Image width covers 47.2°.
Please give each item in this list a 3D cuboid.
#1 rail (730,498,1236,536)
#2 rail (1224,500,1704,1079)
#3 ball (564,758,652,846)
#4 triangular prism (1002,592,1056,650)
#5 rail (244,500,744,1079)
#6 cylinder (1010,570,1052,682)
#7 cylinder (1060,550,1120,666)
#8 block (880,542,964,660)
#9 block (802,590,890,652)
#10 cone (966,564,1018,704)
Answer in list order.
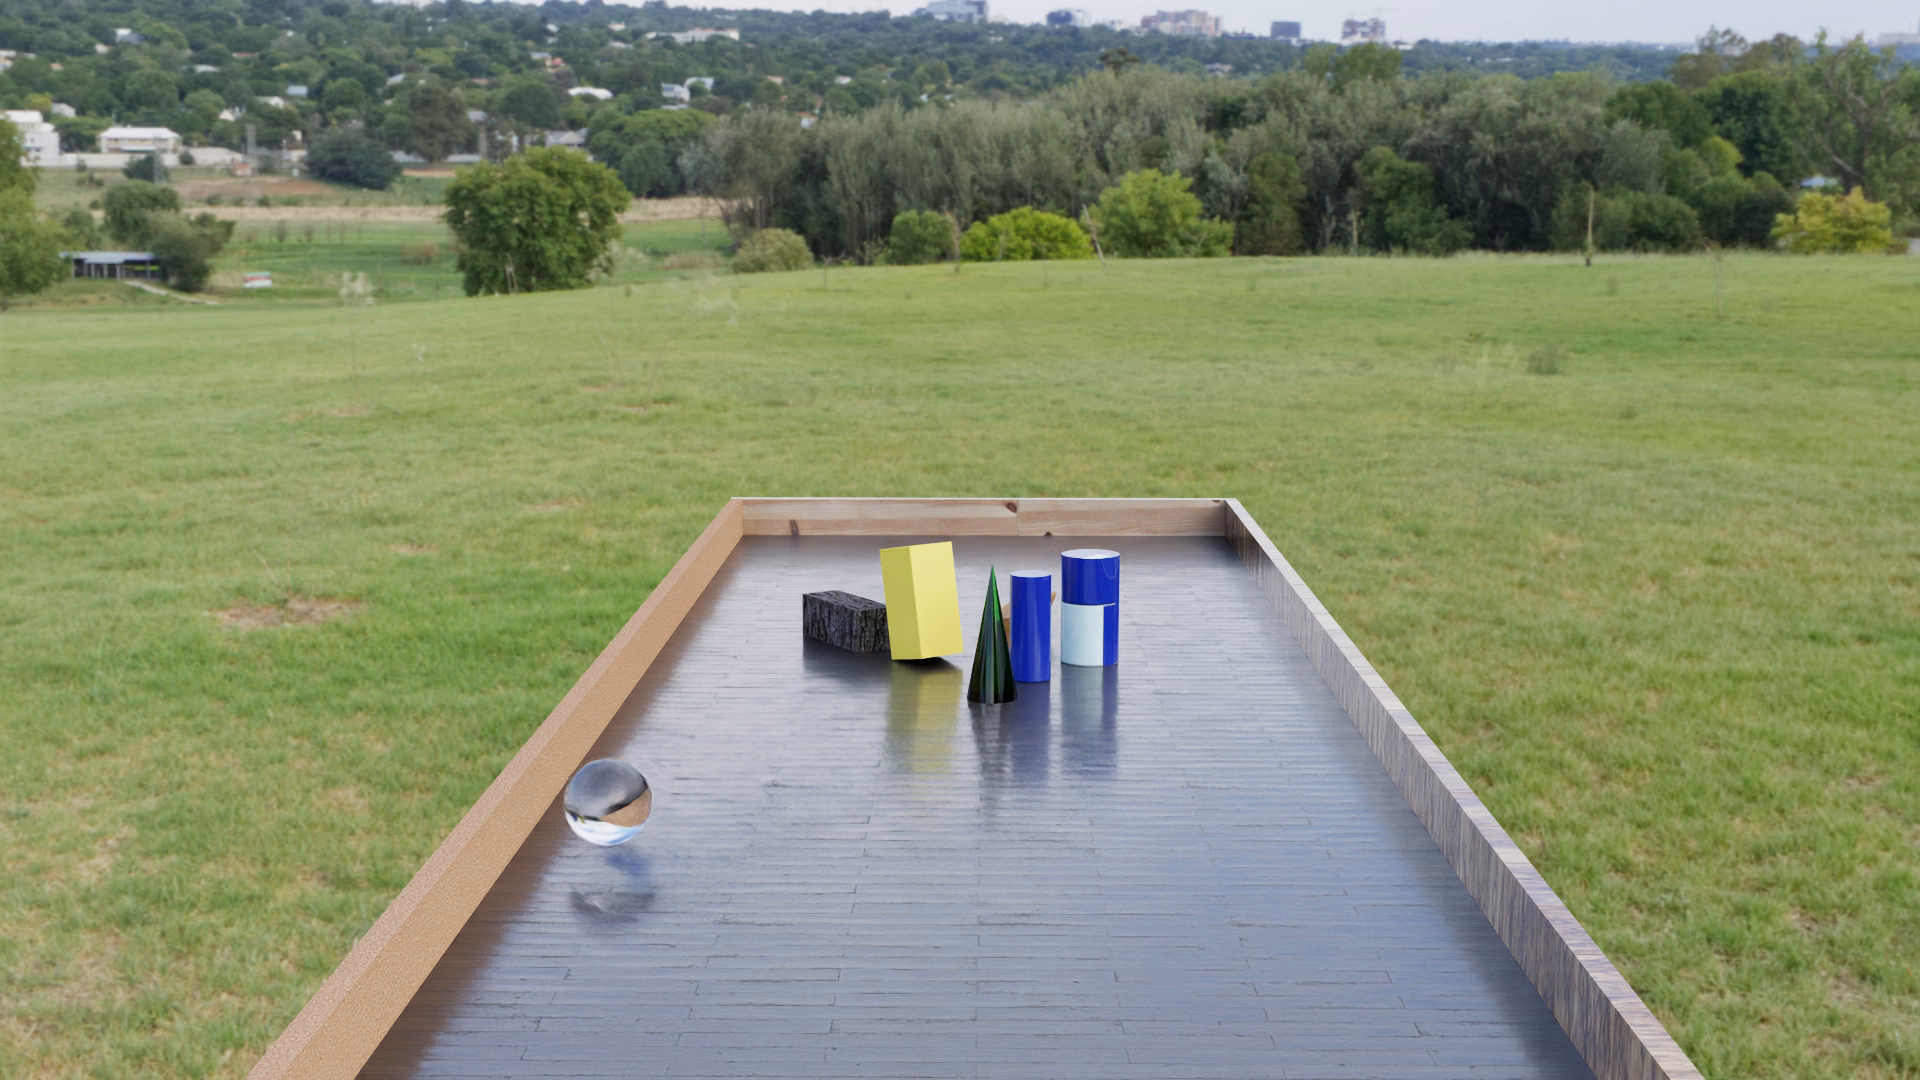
[{"bbox_3d":[0.099,-0.098,9.147,2.100,0.150,0.050,0,9,1],"label":"rail"},{"bbox_3d":[1.046,0.843,3.208,0.050,0.150,12.000,0,9,1],"label":"rail"},{"bbox_3d":[-0.768,0.571,4.795,0.191,0.191,0.191,0,9,0],"label":"ball"},{"bbox_3d":[0.208,0.237,6.989,0.108,0.124,0.458,-37,-3,19],"label":"triangular prism"},{"bbox_3d":[-1.004,0.839,3.234,0.050,0.150,12.000,0,9,1],"label":"rail"},{"bbox_3d":[0.206,0.252,6.425,0.121,0.312,0.121,0,9,0],"label":"cylinder"},{"bbox_3d":[0.395,0.204,6.671,0.177,0.329,0.177,0,9,0],"label":"cylinder"},{"bbox_3d":[-0.117,0.185,6.691,0.157,0.338,0.157,-7,1,-37],"label":"block"},{"bbox_3d":[-0.357,0.256,6.978,0.131,0.131,0.354,-6,11,-32],"label":"block"},{"bbox_3d":[0.091,0.254,6.171,0.144,0.387,0.144,0,9,0],"label":"cone"}]
